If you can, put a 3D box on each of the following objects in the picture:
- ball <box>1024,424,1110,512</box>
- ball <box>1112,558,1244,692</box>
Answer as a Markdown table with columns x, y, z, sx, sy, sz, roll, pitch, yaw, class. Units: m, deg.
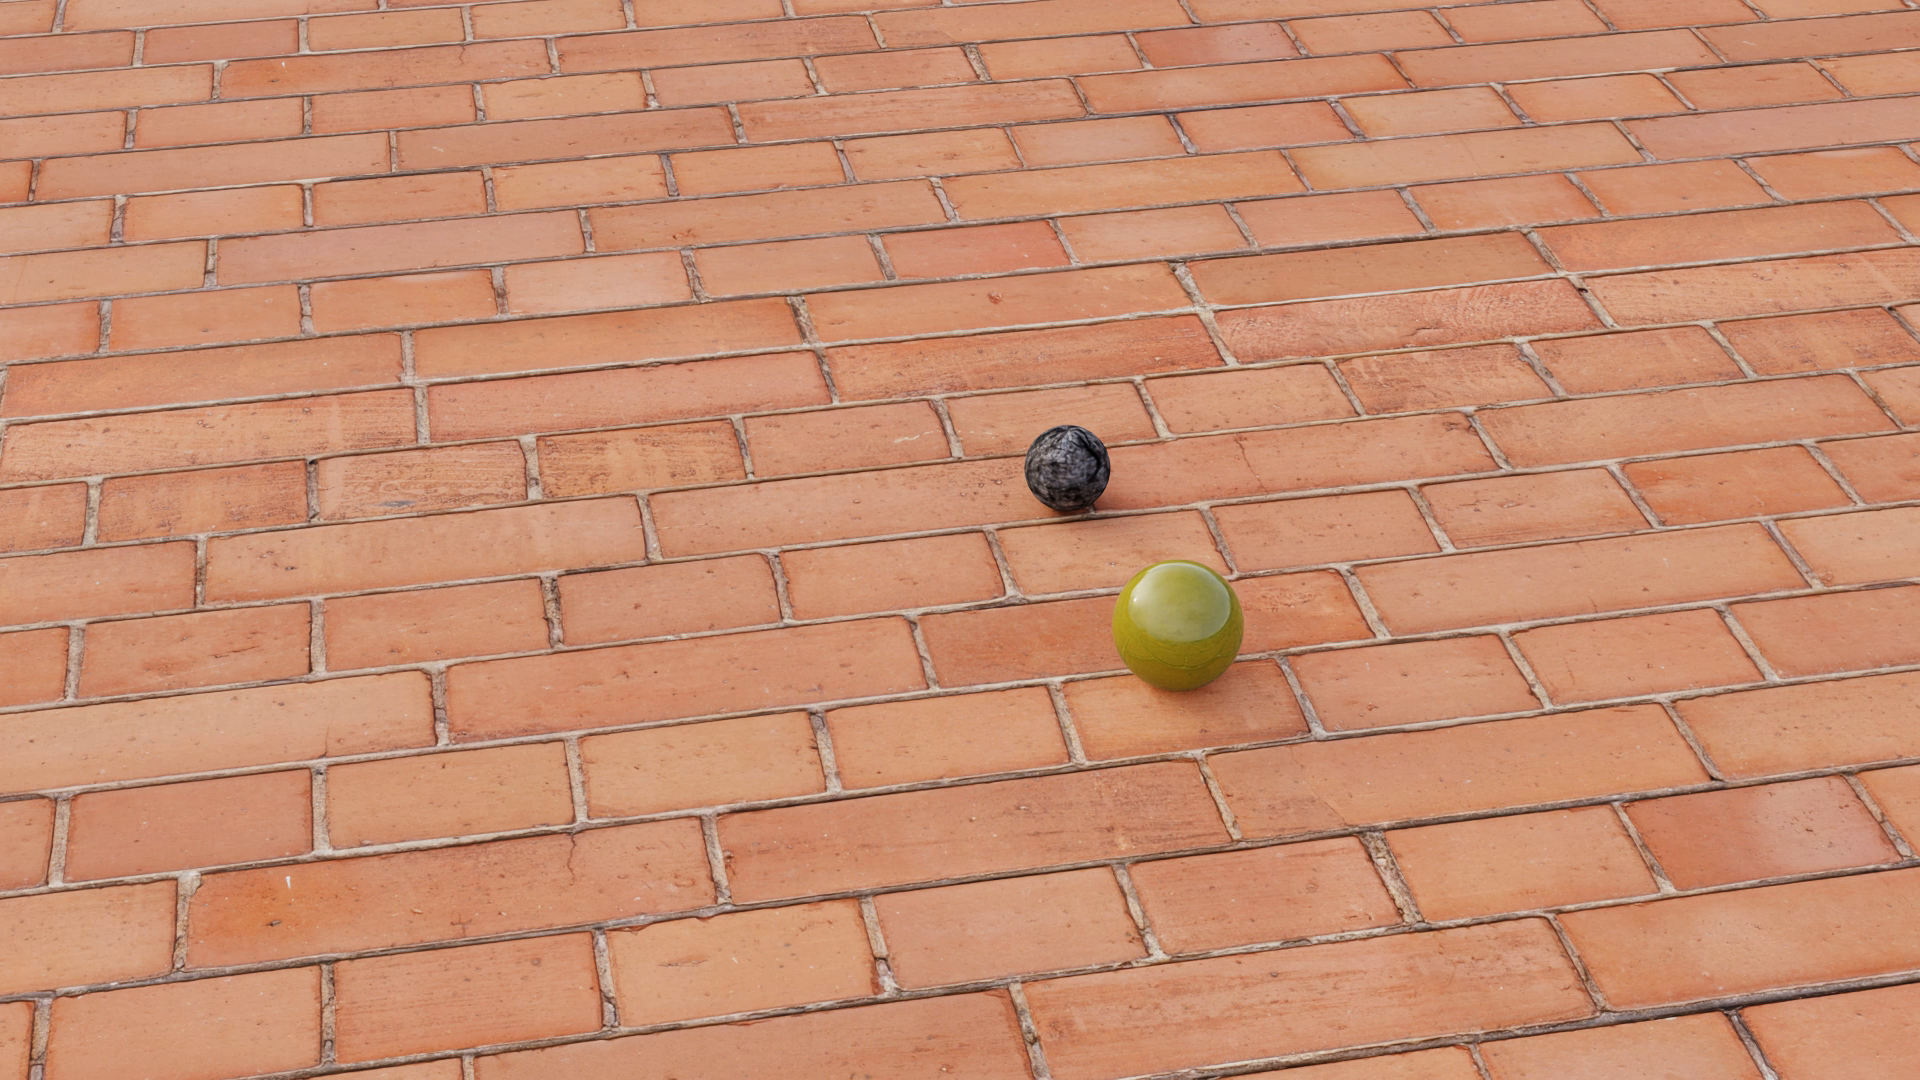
| x | y | z | sx | sy | sz | roll | pitch | yaw | class |
| --- | --- | --- | --- | --- | --- | --- | --- | --- | --- |
| 0.061 | -0.041 | 1.679 | 0.049 | 0.049 | 0.049 | 0 | 32 | 0 | ball |
| 0.113 | 0.044 | 1.525 | 0.069 | 0.069 | 0.069 | 0 | 32 | 0 | ball |
